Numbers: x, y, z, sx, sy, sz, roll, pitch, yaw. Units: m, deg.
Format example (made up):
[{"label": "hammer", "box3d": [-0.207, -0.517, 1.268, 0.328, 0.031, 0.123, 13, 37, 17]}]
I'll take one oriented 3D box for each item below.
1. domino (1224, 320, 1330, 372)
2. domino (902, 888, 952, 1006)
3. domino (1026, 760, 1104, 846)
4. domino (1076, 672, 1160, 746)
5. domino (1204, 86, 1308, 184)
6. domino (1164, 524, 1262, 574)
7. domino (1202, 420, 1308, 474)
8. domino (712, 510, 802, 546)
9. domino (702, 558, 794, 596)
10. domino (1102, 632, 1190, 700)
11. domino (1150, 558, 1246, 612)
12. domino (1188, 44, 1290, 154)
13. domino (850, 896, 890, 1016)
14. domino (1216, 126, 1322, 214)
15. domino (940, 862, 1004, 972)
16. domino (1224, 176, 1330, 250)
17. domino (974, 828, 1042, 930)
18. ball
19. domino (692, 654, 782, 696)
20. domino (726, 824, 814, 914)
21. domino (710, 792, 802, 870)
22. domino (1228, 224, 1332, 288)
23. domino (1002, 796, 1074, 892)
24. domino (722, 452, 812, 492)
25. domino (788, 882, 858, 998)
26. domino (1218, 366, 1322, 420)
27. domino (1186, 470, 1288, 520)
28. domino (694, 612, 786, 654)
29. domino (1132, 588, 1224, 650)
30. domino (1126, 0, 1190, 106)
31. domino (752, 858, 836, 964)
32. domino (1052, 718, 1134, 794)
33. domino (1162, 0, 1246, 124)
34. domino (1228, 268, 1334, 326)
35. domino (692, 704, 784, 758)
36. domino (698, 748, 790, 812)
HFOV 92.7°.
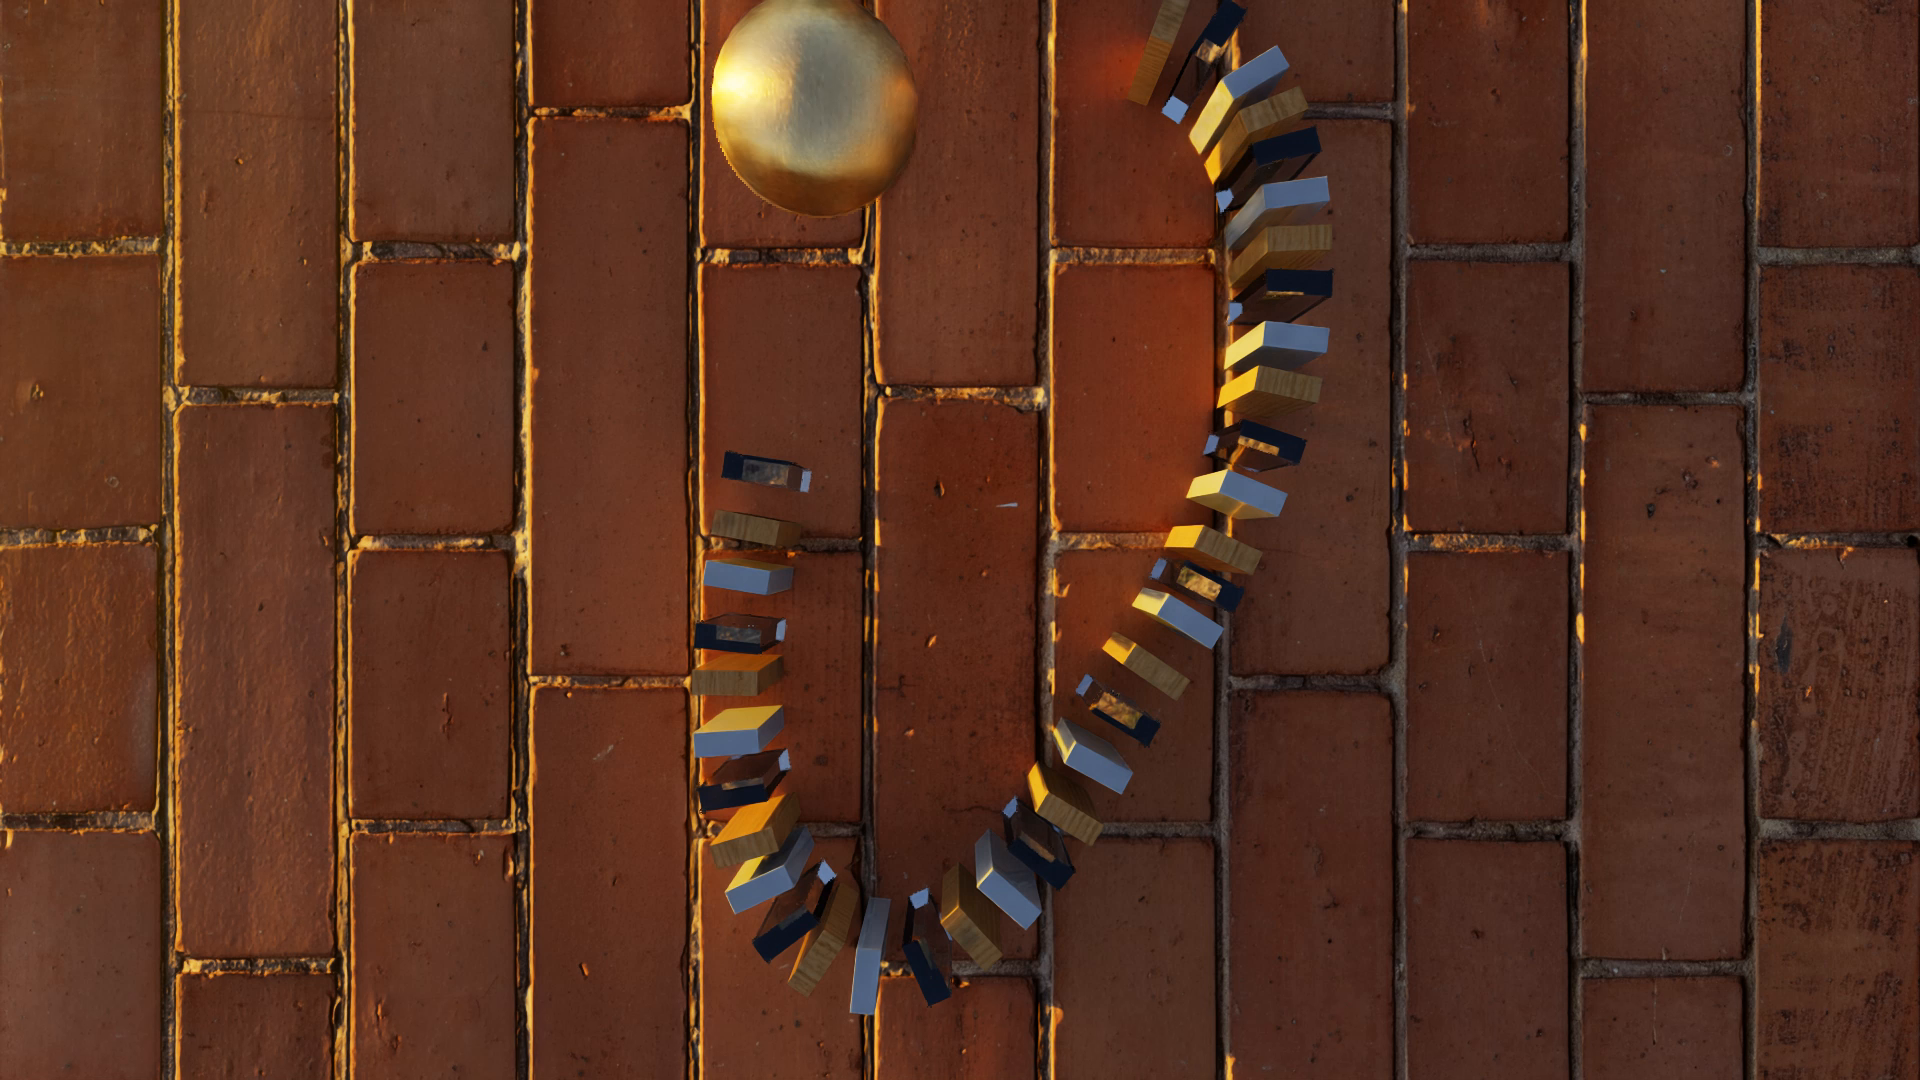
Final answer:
[{"label": "domino", "box3d": [0.128, -0.078, 0.375, 0.025, 0.050, 0.010, 7, 90, 0]}, {"label": "domino", "box3d": [-0.013, 0.165, 0.375, 0.009, 0.050, 0.025, -24, 90, 0]}, {"label": "domino", "box3d": [0.042, 0.107, 0.375, 0.025, 0.050, 0.010, 31, 90, 0]}, {"label": "domino", "box3d": [0.064, 0.068, 0.375, 0.025, 0.050, 0.010, 31, 90, 0]}, {"label": "domino", "box3d": [0.120, -0.165, 0.375, 0.025, 0.050, 0.009, -22, 90, 0]}, {"label": "domino", "box3d": [0.102, 0.004, 0.375, 0.025, 0.050, 0.009, 25, 90, 0]}, {"label": "domino", "box3d": [0.119, -0.038, 0.375, 0.025, 0.050, 0.009, 18, 90, 0]}, {"label": "domino", "box3d": [-0.082, -0.005, 0.375, 0.025, 0.050, 0.009, 10, 90, 0]}, {"label": "domino", "box3d": [-0.085, 0.014, 0.375, 0.025, 0.050, 0.010, 9, 90, 0]}, {"label": "domino", "box3d": [0.075, 0.051, 0.375, 0.025, 0.050, 0.010, 34, 90, 0]}, {"label": "domino", "box3d": [0.096, 0.018, 0.375, 0.025, 0.050, 0.010, 27, 90, 0]}, {"label": "domino", "box3d": [0.113, -0.179, 0.375, 0.025, 0.050, 0.009, -31, 90, 0]}, {"label": "domino", "box3d": [-0.036, 0.169, 0.375, 0.009, 0.050, 0.025, 6, 90, 0]}, {"label": "domino", "box3d": [0.125, -0.150, 0.375, 0.025, 0.050, 0.010, -15, 90, 0]}, {"label": "domino", "box3d": [0.005, 0.153, 0.375, 0.009, 0.050, 0.025, -43, 90, 0]}, {"label": "domino", "box3d": [0.128, -0.133, 0.375, 0.025, 0.050, 0.010, -7, 90, 0]}, {"label": "domino", "box3d": [0.019, 0.137, 0.375, 0.025, 0.050, 0.010, 41, 90, 0]}, {"label": "ball", "box3d": [-0.056, -0.170, 0.360, 0.080, 0.080, 0.080, 0, 90, 0]}, {"label": "domino", "box3d": [-0.090, 0.055, 0.375, 0.025, 0.050, 0.009, 1, 90, 0]}, {"label": "domino", "box3d": [-0.077, 0.134, 0.375, 0.025, 0.050, 0.010, -25, 90, 0]}, {"label": "domino", "box3d": [-0.082, 0.118, 0.375, 0.025, 0.050, 0.009, -17, 90, 0]}, {"label": "domino", "box3d": [0.130, -0.115, 0.375, 0.025, 0.050, 0.010, -2, 90, 0]}, {"label": "domino", "box3d": [0.031, 0.123, 0.375, 0.025, 0.050, 0.010, 38, 90, 0]}, {"label": "domino", "box3d": [-0.078, -0.027, 0.375, 0.025, 0.050, 0.010, 9, 90, 0]}, {"label": "domino", "box3d": [-0.055, 0.162, 0.375, 0.009, 0.050, 0.025, 34, 90, 0]}, {"label": "domino", "box3d": [0.125, -0.060, 0.375, 0.025, 0.050, 0.009, 12, 90, 0]}, {"label": "domino", "box3d": [0.112, -0.018, 0.375, 0.025, 0.050, 0.010, 22, 90, 0]}, {"label": "domino", "box3d": [-0.089, 0.038, 0.375, 0.025, 0.050, 0.009, 6, 90, 0]}, {"label": "domino", "box3d": [0.088, 0.031, 0.375, 0.025, 0.050, 0.009, 32, 90, 0]}, {"label": "domino", "box3d": [0.082, -0.203, 0.375, 0.010, 0.050, 0.025, 21, 90, 0]}, {"label": "domino", "box3d": [-0.067, 0.150, 0.375, 0.025, 0.050, 0.009, -37, 90, 0]}, {"label": "domino", "box3d": [0.053, 0.087, 0.375, 0.025, 0.050, 0.009, 29, 90, 0]}, {"label": "domino", "box3d": [0.099, -0.195, 0.375, 0.009, 0.050, 0.025, 33, 90, 0]}, {"label": "domino", "box3d": [0.130, -0.098, 0.375, 0.025, 0.050, 0.009, 2, 90, 0]}, {"label": "domino", "box3d": [-0.089, 0.078, 0.375, 0.025, 0.050, 0.010, -4, 90, 0]}, {"label": "domino", "box3d": [-0.087, 0.097, 0.375, 0.025, 0.050, 0.010, -9, 90, 0]}]
